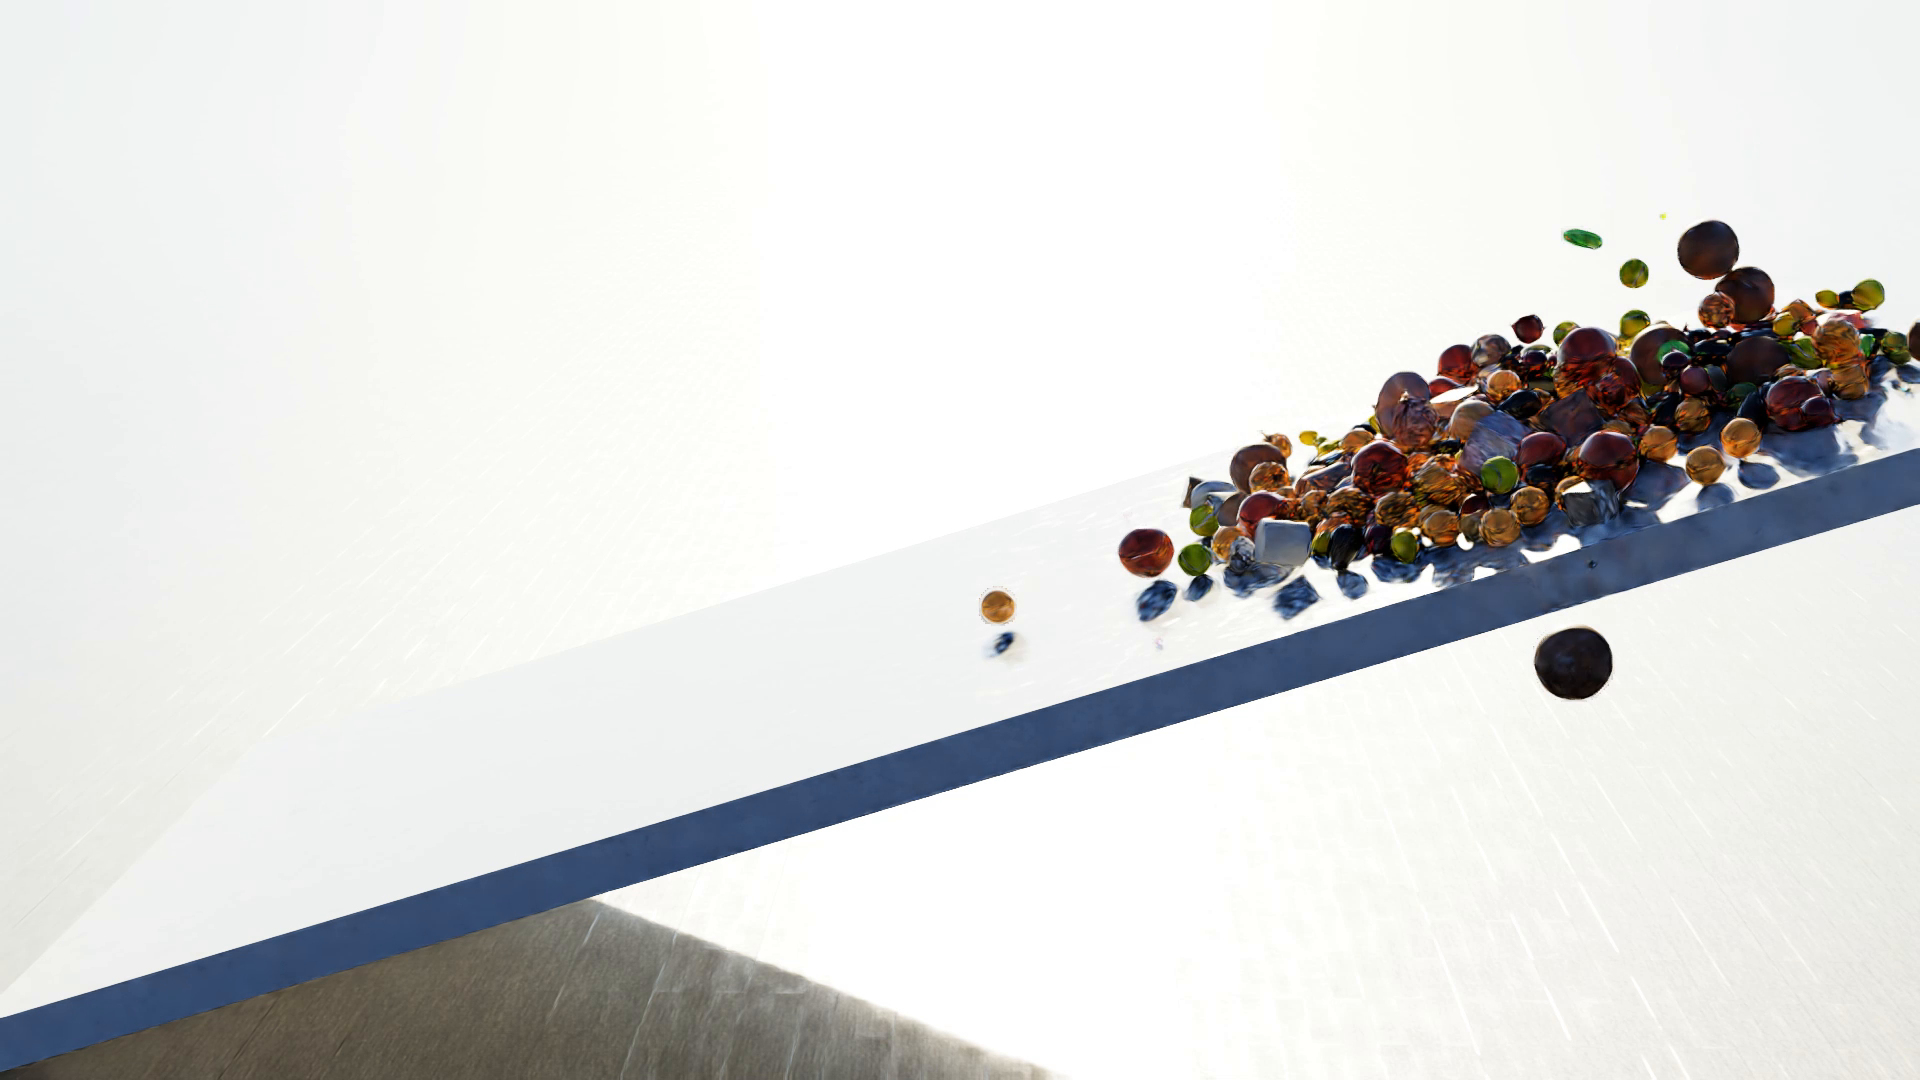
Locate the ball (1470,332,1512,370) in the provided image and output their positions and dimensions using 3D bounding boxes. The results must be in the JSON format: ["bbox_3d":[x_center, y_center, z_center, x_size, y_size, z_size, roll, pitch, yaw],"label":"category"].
[{"bbox_3d":[1.197,-0.423,6.633,0.092,0.092,0.092,0,11,0],"label":"ball"}]

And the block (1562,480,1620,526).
[{"bbox_3d":[1.155,-0.068,5.380,0.065,0.065,0.065,-26,13,-37],"label":"block"}]

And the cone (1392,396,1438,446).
[{"bbox_3d":[0.918,-0.230,5.803,0.099,0.099,0.099,-3,8,-15],"label":"cone"}]

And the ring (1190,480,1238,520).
[{"bbox_3d":[0.552,-0.086,6.341,0.111,0.111,0.037,1,47,7],"label":"ring"}]

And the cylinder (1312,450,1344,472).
[{"bbox_3d":[0.791,-0.153,6.276,0.060,0.060,0.060,10,26,40],"label":"cylinder"}]

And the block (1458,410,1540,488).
[{"bbox_3d":[1.062,-0.180,5.802,0.098,0.098,0.098,36,36,24],"label":"block"}]

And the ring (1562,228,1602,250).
[{"bbox_3d":[1.326,-0.642,6.264,0.087,0.029,0.087,16,1,0],"label":"ring"}]

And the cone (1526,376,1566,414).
[{"bbox_3d":[1.216,-0.290,6.151,0.085,0.085,0.085,16,-10,3],"label":"cone"}]

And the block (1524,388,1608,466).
[{"bbox_3d":[1.196,-0.224,5.805,0.099,0.099,0.099,-27,-7,-19],"label":"block"}]

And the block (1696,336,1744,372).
[{"bbox_3d":[1.615,-0.389,6.243,0.064,0.064,0.064,-22,-2,-42],"label":"block"}]

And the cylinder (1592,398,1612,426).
[{"bbox_3d":[1.280,-0.248,5.945,0.055,0.055,0.055,-44,4,4],"label":"cylinder"}]

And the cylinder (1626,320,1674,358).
[{"bbox_3d":[1.568,-0.452,6.668,0.079,0.079,0.079,-17,20,-42],"label":"cylinder"}]

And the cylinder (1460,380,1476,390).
[{"bbox_3d":[1.171,-0.334,6.747,0.053,0.053,0.053,-1,-13,-6],"label":"cylinder"}]

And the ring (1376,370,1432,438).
[{"bbox_3d":[0.953,-0.292,6.318,0.050,0.150,0.150,8,6,-33],"label":"ring"}]

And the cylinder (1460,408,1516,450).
[{"bbox_3d":[1.088,-0.222,6.058,0.096,0.096,0.096,13,1,0],"label":"cylinder"}]

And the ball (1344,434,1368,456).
[{"bbox_3d":[0.890,-0.211,6.611,0.056,0.056,0.056,0,11,0],"label":"ball"}]

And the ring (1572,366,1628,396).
[{"bbox_3d":[1.406,-0.349,6.463,0.130,0.043,0.130,-19,1,0],"label":"ring"}]

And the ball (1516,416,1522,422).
[{"bbox_3d":[1.168,-0.233,6.237,0.063,0.063,0.063,0,11,0],"label":"ball"}]

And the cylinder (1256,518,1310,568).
[{"bbox_3d":[0.625,0.006,5.703,0.087,0.087,0.087,5,11,-7],"label":"cylinder"}]

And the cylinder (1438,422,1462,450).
[{"bbox_3d":[1.071,-0.230,6.371,0.051,0.051,0.051,-42,-16,34],"label":"cylinder"}]

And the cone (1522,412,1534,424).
[{"bbox_3d":[1.217,-0.244,6.220,0.050,0.050,0.050,5,4,24],"label":"cone"}]

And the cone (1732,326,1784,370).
[{"bbox_3d":[1.660,-0.415,6.062,0.095,0.095,0.095,-34,18,-7],"label":"cone"}]

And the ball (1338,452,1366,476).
[{"bbox_3d":[0.823,-0.154,6.182,0.061,0.061,0.061,0,11,0],"label":"ball"}]

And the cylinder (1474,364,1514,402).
[{"bbox_3d":[1.169,-0.343,6.430,0.060,0.060,0.060,44,33,24],"label":"cylinder"}]

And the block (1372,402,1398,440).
[{"bbox_3d":[1.006,-0.283,6.715,0.084,0.084,0.084,-21,11,-16],"label":"block"}]

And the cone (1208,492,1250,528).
[{"bbox_3d":[0.554,-0.083,6.252,0.087,0.087,0.087,-8,34,-36],"label":"cone"}]

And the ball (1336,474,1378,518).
[{"bbox_3d":[0.812,-0.091,6.020,0.088,0.088,0.088,0,11,0],"label":"ball"}]

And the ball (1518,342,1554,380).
[{"bbox_3d":[1.321,-0.404,6.719,0.094,0.094,0.094,0,11,0],"label":"ball"}]

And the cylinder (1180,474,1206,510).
[{"bbox_3d":[0.525,-0.098,6.417,0.073,0.073,0.073,14,11,-4],"label":"cylinder"}]

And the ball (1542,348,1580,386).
[{"bbox_3d":[1.338,-0.383,6.550,0.086,0.086,0.086,0,11,0],"label":"ball"}]

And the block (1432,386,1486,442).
[{"bbox_3d":[1.102,-0.277,6.500,0.091,0.091,0.091,-7,15,47],"label":"block"}]

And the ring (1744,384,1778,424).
[{"bbox_3d":[1.555,-0.265,5.715,0.029,0.088,0.088,39,24,14],"label":"ring"}]

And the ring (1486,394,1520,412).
[{"bbox_3d":[1.206,-0.299,6.506,0.094,0.031,0.094,16,27,-8],"label":"ring"}]

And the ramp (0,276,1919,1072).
[{"bbox_3d":[0.098,0.184,6.313,4.000,0.100,2.000,-17,10,5],"label":"ramp"}]

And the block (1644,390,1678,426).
[{"bbox_3d":[1.430,-0.269,5.999,0.053,0.053,0.053,-19,10,15],"label":"block"}]

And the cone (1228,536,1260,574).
[{"bbox_3d":[0.586,0.034,5.827,0.077,0.077,0.077,8,14,41],"label":"cone"}]

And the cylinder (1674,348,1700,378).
[{"bbox_3d":[1.565,-0.375,6.303,0.062,0.062,0.062,5,18,22],"label":"cylinder"}]

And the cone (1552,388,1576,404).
[{"bbox_3d":[1.283,-0.261,6.160,0.082,0.082,0.082,-40,17,15],"label":"cone"}]

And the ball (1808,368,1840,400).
[{"bbox_3d":[1.677,-0.303,5.714,0.060,0.060,0.060,0,11,0],"label":"ball"}]

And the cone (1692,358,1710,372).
[{"bbox_3d":[1.549,-0.353,6.122,0.068,0.068,0.068,23,-17,7],"label":"cone"}]

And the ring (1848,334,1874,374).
[{"bbox_3d":[1.796,-0.371,5.866,0.029,0.087,0.087,26,21,20],"label":"ring"}]

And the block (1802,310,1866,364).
[{"bbox_3d":[1.808,-0.420,6.072,0.085,0.085,0.085,-22,10,-21],"label":"block"}]

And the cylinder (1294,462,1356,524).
[{"bbox_3d":[0.765,-0.098,6.108,0.100,0.100,0.100,-22,20,-23],"label":"cylinder"}]

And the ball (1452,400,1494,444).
[{"bbox_3d":[1.031,-0.235,5.895,0.091,0.091,0.091,0,11,0],"label":"ball"}]

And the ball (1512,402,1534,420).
[{"bbox_3d":[1.223,-0.273,6.384,0.052,0.052,0.052,0,11,0],"label":"ball"}]

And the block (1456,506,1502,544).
[{"bbox_3d":[0.969,-0.027,5.486,0.051,0.051,0.051,-20,-3,-31],"label":"block"}]

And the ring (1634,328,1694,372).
[{"bbox_3d":[1.561,-0.420,6.523,0.143,0.048,0.143,-32,0,0],"label":"ring"}]

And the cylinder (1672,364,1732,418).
[{"bbox_3d":[1.505,-0.303,5.973,0.084,0.084,0.084,-24,22,-29],"label":"cylinder"}]
